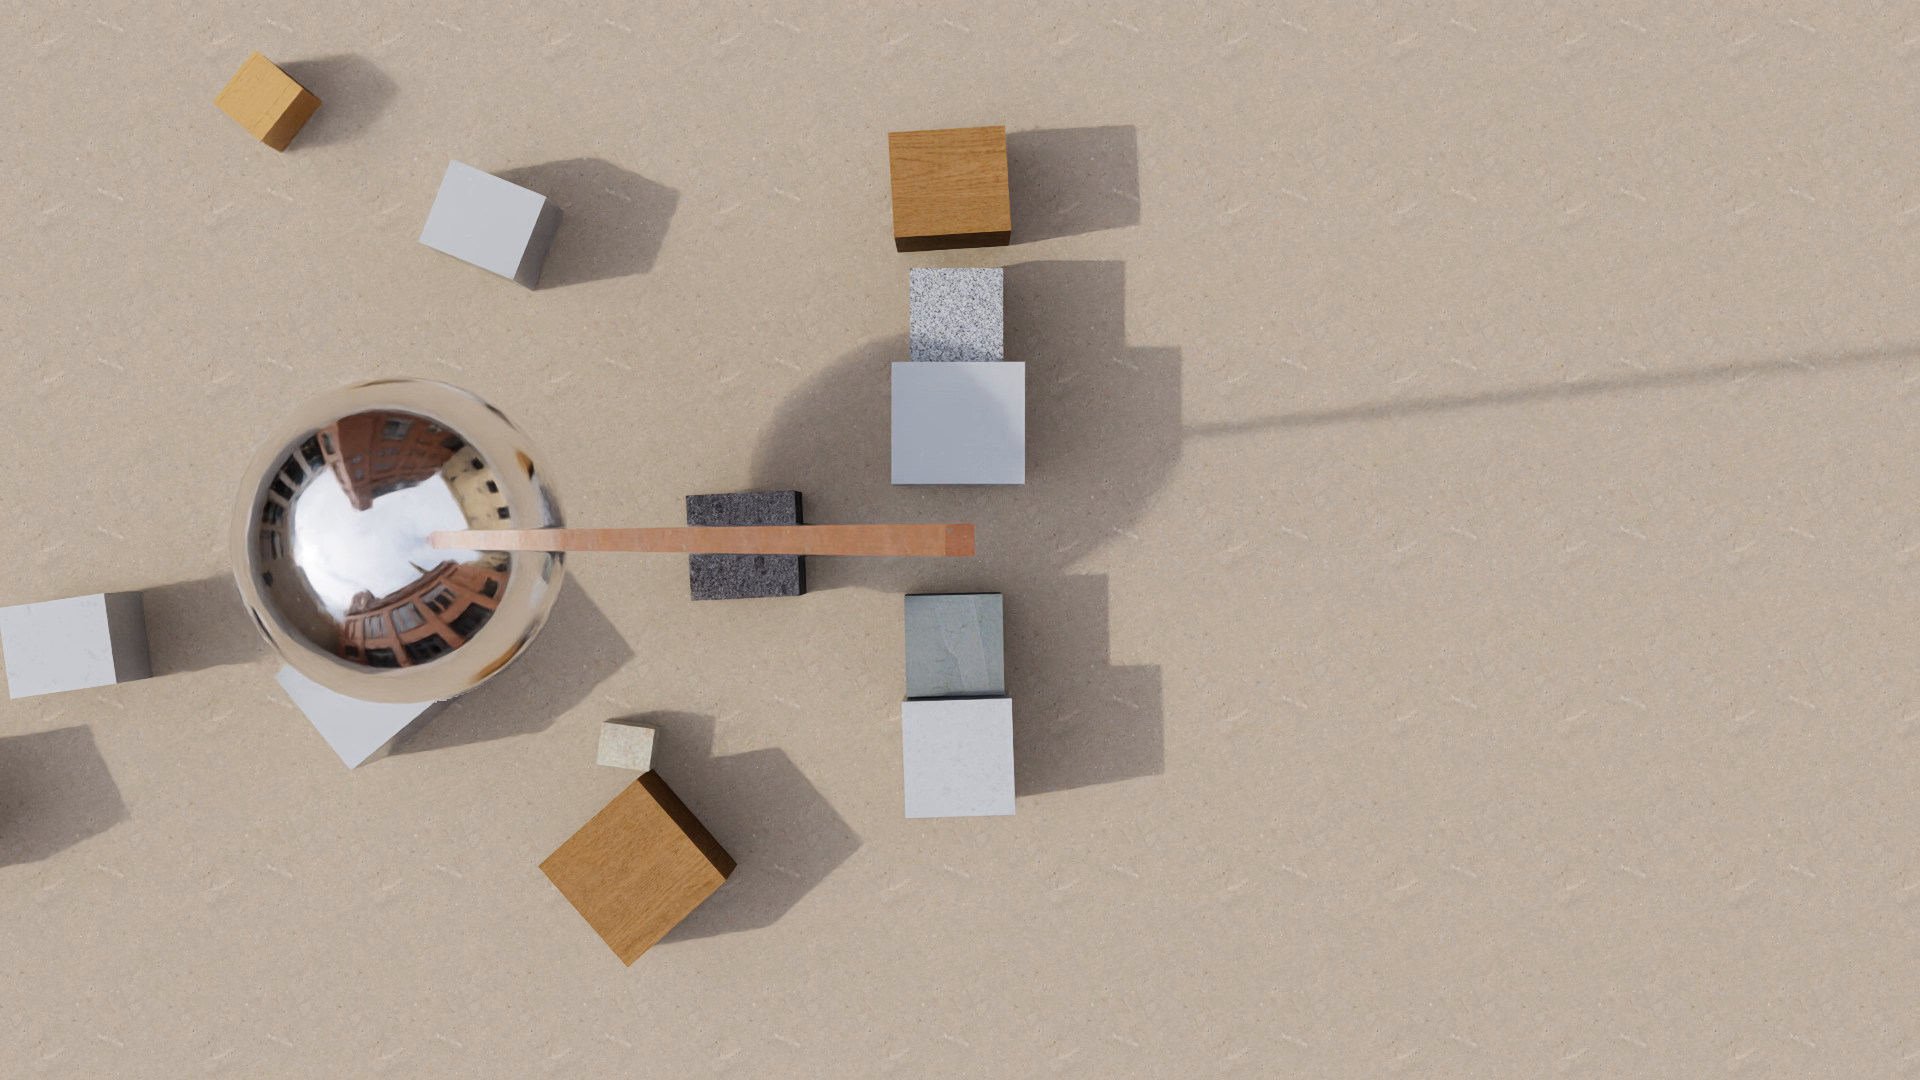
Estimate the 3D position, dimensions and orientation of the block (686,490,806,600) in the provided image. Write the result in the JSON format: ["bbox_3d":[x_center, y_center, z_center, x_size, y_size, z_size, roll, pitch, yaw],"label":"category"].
[{"bbox_3d":[-1.227,0.031,12.711,0.614,0.579,0.597,-3,90,0],"label":"block"}]

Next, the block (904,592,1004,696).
[{"bbox_3d":[-0.033,0.598,12.737,0.557,0.525,0.571,-1,90,0],"label":"block"}]

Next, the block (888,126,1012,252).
[{"bbox_3d":[-0.058,-2.014,12.677,0.658,0.647,0.591,-3,90,0],"label":"block"}]

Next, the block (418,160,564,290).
[{"bbox_3d":[-2.699,-1.812,12.713,0.576,0.575,0.505,22,90,0],"label":"block"}]

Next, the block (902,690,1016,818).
[{"bbox_3d":[-0.008,1.217,12.629,0.613,0.742,0.647,-2,90,0],"label":"block"}]

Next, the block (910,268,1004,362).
[{"bbox_3d":[-0.019,-1.266,12.698,0.525,0.603,0.534,0,90,0],"label":"block"}]

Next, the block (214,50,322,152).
[{"bbox_3d":[-4.028,-2.550,12.806,0.354,0.388,0.388,39,90,0],"label":"block"}]

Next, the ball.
[{"bbox_3d":[-2.710,0.000,10.688,1.600,1.600,1.600,0,90,0],"label":"ball"}]

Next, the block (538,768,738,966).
[{"bbox_3d":[-1.846,1.877,12.691,0.742,0.619,0.763,-41,90,0],"label":"block"}]

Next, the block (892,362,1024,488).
[{"bbox_3d":[-0.010,-0.651,12.609,0.741,0.783,0.677,0,90,0],"label":"block"}]

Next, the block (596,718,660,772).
[{"bbox_3d":[-1.937,1.197,12.865,0.307,0.269,0.245,8,90,0],"label":"block"}]

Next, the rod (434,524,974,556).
[{"bbox_3d":[-1.174,0.000,7.655,0.080,5.200,0.080,0,90,-27],"label":"rod"}]

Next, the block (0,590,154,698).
[{"bbox_3d":[-5.105,0.599,12.716,0.606,0.568,0.517,-8,90,0],"label":"block"}]

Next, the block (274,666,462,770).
[{"bbox_3d":[-3.328,0.795,12.619,0.716,0.762,0.677,-39,90,0],"label":"block"}]
